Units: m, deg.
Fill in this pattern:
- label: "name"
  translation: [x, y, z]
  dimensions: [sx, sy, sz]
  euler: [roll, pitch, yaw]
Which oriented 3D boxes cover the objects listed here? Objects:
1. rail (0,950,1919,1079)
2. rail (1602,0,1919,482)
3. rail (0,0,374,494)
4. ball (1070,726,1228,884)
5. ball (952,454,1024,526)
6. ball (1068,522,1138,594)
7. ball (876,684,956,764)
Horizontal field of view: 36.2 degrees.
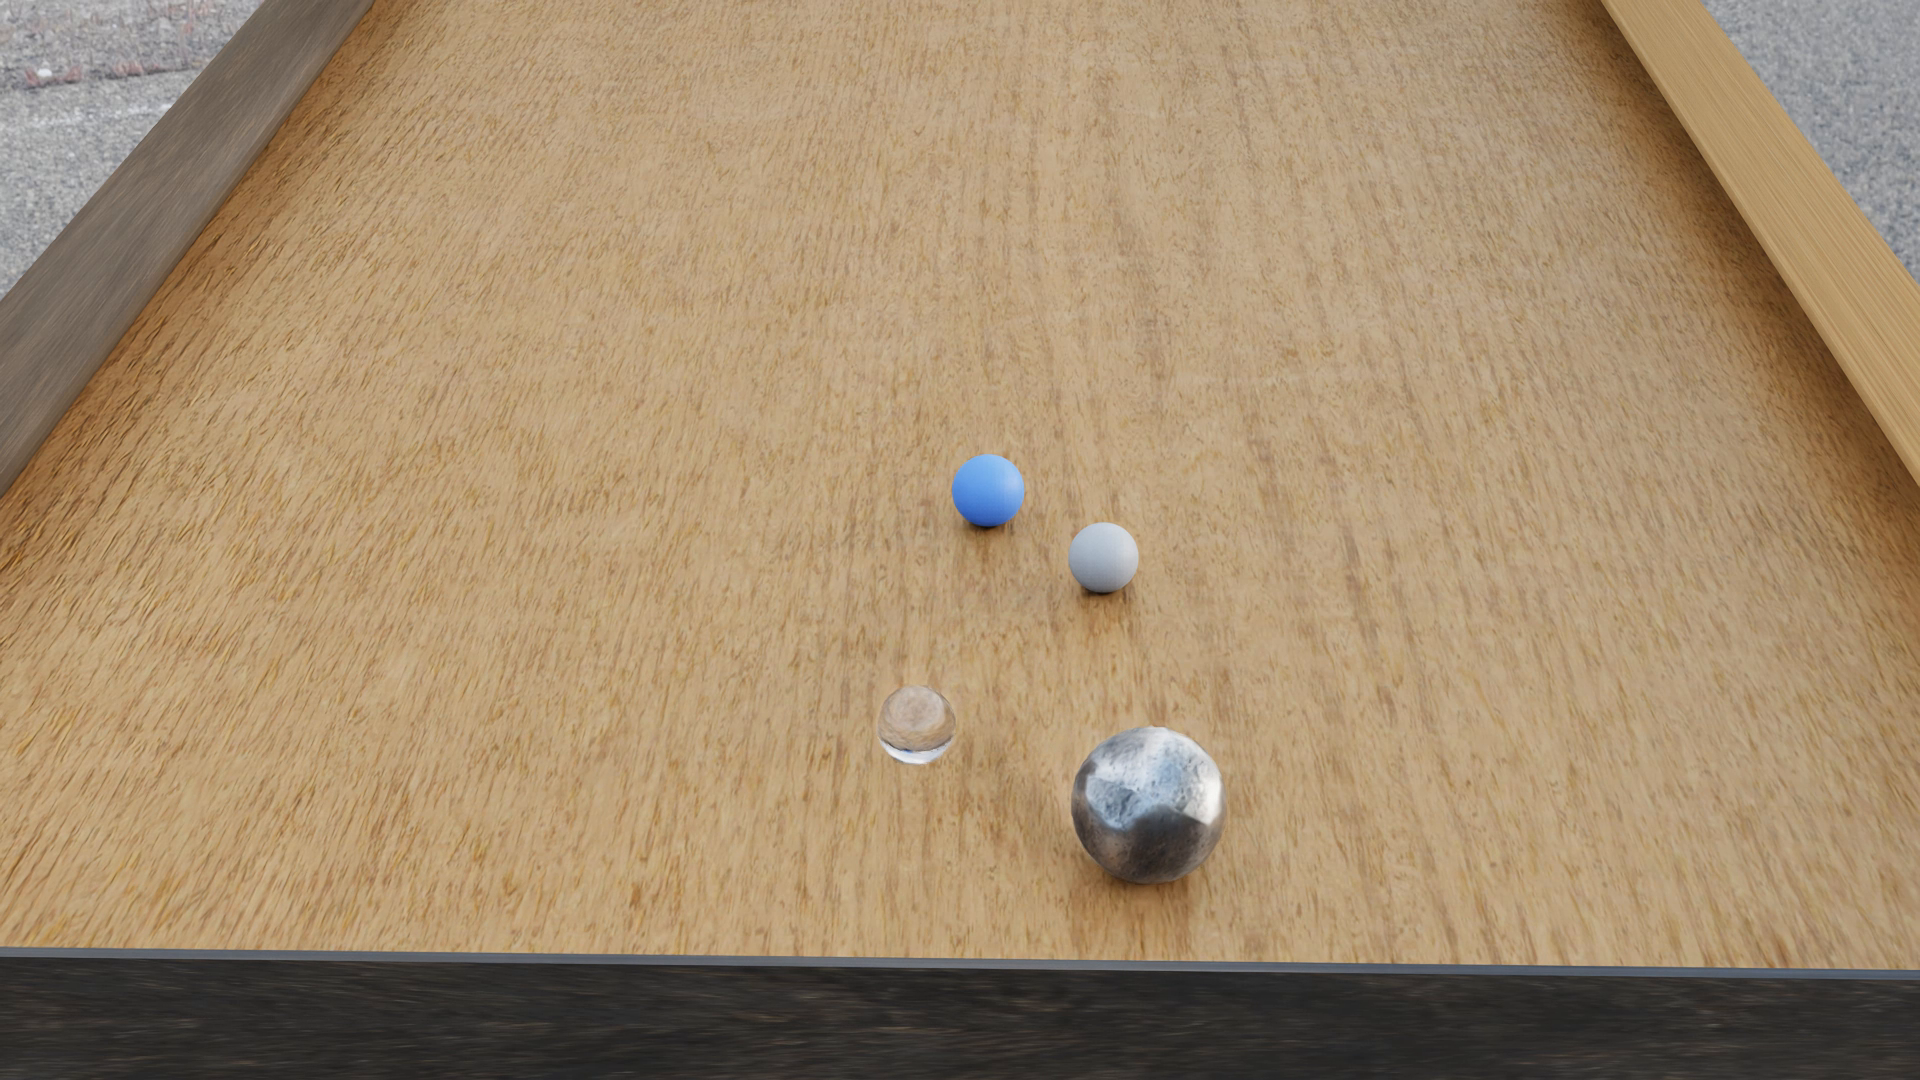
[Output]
- label: "rail"
  translation: [-0.013, 0.236, 1.366]
  dimensions: [1.357, 0.125, 0.045]
  euler: [1, 26, 1]
- label: "rail"
  translation: [0.668, -0.303, 2.488]
  dimensions: [0.045, 0.125, 2.566]
  euler: [1, 26, 1]
- label: "rail"
  translation: [-0.641, -0.315, 2.514]
  dimensions: [0.045, 0.125, 2.566]
  euler: [1, 26, 1]
- label: "ball"
  translation: [0.103, 0.144, 1.604]
  dimensions: [0.086, 0.086, 0.086]
  euler: [0, 26, 0]
- label: "ball"
  translation: [0.019, -0.034, 2.017]
  dimensions: [0.050, 0.050, 0.050]
  euler: [0, 26, 0]
- label: "ball"
  translation: [0.094, 0.012, 1.926]
  dimensions: [0.046, 0.046, 0.046]
  euler: [0, 26, 0]
- label: "ball"
  translation: [-0.026, 0.108, 1.724]
  dimensions: [0.047, 0.047, 0.047]
  euler: [0, 26, 0]
